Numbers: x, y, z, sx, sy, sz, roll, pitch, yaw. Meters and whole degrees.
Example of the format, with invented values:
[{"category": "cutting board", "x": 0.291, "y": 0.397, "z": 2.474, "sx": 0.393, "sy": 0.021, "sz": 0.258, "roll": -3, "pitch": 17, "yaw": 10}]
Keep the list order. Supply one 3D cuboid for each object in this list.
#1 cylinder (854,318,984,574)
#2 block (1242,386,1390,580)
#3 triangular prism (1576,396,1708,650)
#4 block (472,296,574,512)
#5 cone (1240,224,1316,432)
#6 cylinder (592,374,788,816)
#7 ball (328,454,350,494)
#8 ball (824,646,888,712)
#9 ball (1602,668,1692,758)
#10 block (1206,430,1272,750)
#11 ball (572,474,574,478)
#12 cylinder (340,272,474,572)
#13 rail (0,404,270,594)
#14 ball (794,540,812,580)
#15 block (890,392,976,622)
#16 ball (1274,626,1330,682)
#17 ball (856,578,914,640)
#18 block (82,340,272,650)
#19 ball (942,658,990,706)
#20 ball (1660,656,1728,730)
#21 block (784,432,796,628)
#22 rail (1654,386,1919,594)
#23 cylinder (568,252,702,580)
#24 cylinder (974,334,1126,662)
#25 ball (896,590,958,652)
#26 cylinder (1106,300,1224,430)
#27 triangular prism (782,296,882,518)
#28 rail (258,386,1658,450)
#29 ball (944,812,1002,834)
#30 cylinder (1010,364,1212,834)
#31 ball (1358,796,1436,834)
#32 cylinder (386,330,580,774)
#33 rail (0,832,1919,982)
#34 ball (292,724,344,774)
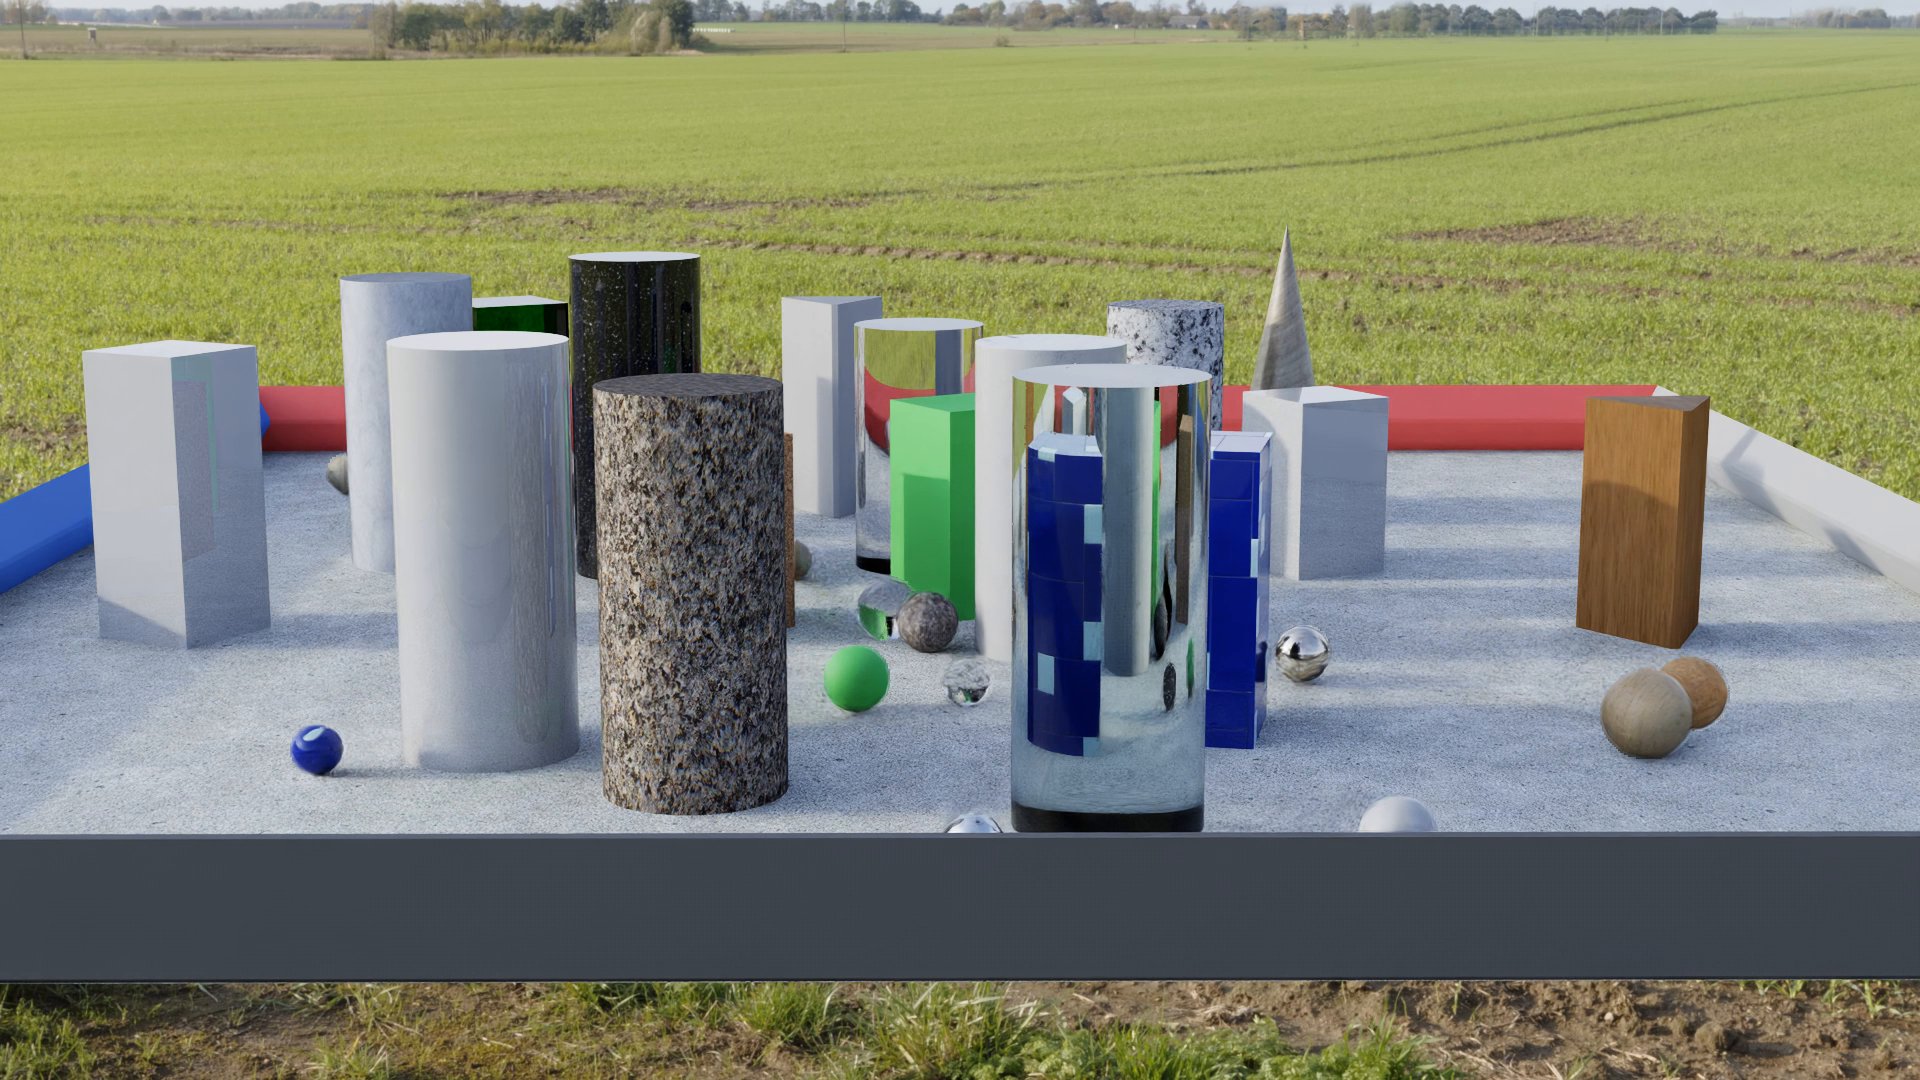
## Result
[{"category": "cylinder", "x": -0.059, "y": -0.139, "z": 3.735, "sx": 0.187, "sy": 0.353, "sz": 0.187, "roll": 0, "pitch": 11, "yaw": 0}, {"category": "block", "x": 0.512, "y": -0.085, "z": 3.718, "sx": 0.150, "sy": 0.254, "sz": 0.150, "roll": -6, "pitch": 12, "yaw": -27}, {"category": "triangular prism", "x": 0.908, "y": -0.031, "z": 3.297, "sx": 0.140, "sy": 0.301, "sz": 0.162, "roll": -7, "pitch": 13, "yaw": -35}, {"category": "block", "x": -0.709, "y": -0.195, "z": 4.024, "sx": 0.150, "sy": 0.358, "sz": 0.150, "roll": -7, "pitch": 12, "yaw": -31}, {"category": "cone", "x": 0.532, "y": -0.286, "z": 4.214, "sx": 0.187, "sy": 0.466, "sz": 0.187, "roll": 0, "pitch": 11, "yaw": 0}, {"category": "cylinder", "x": -0.268, "y": 0.050, "z": 2.563, "sx": 0.187, "sy": 0.413, "sz": 0.187, "roll": 0, "pitch": 11, "yaw": 0}, {"category": "ball", "x": -1.041, "y": -0.112, "z": 4.372, "sx": 0.068, "sy": 0.068, "sz": 0.068, "roll": 0, "pitch": 11, "yaw": 0}, {"category": "ball", "x": -0.118, "y": 0.158, "z": 2.907, "sx": 0.074, "sy": 0.074, "sz": 0.074, "roll": 0, "pitch": 11, "yaw": 0}, {"category": "ball", "x": 0.727, "y": 0.183, "z": 2.716, "sx": 0.094, "sy": 0.094, "sz": 0.094, "roll": 0, "pitch": 11, "yaw": 0}, {"category": "block", "x": 0.257, "y": 0.050, "z": 2.807, "sx": 0.150, "sy": 0.322, "sz": 0.150, "roll": 2, "pitch": 11, "yaw": 12}, {"category": "ball", "x": -0.641, "y": -0.079, "z": 4.215, "sx": 0.060, "sy": 0.060, "sz": 0.060, "roll": 0, "pitch": 11, "yaw": 0}, {"category": "cylinder", "x": -0.802, "y": -0.175, "z": 3.751, "sx": 0.187, "sy": 0.418, "sz": 0.187, "roll": 0, "pitch": 11, "yaw": 0}, {"category": "rail", "x": -1.305, "y": 0.033, "z": 3.442, "sx": 0.045, "sy": 0.121, "sz": 2.857, "roll": 0, "pitch": 11, "yaw": 0}, {"category": "ball", "x": -0.238, "y": 0.028, "z": 3.651, "sx": 0.056, "sy": 0.056, "sz": 0.056, "roll": 0, "pitch": 11, "yaw": 0}, {"category": "block", "x": 0.009, "y": -0.047, "z": 3.448, "sx": 0.150, "sy": 0.279, "sz": 0.150, "roll": -7, "pitch": 13, "yaw": -32}, {"category": "ball", "x": 0.407, "y": 0.135, "z": 3.050, "sx": 0.066, "sy": 0.066, "sz": 0.066, "roll": 0, "pitch": 11, "yaw": 0}, {"category": "ball", "x": -0.092, "y": 0.088, "z": 3.265, "sx": 0.079, "sy": 0.079, "sz": 0.079, "roll": 0, "pitch": 11, "yaw": 0}, {"category": "block", "x": -0.999, "y": -0.061, "z": 3.280, "sx": 0.150, "sy": 0.368, "sz": 0.150, "roll": 6, "pitch": 12, "yaw": 28}, {"category": "ball", "x": 0.007, "y": 0.163, "z": 2.932, "sx": 0.055, "sy": 0.055, "sz": 0.055, "roll": 0, "pitch": 11, "yaw": 0}, {"category": "ball", "x": 0.804, "y": 0.169, "z": 2.829, "sx": 0.081, "sy": 0.081, "sz": 0.081, "roll": 0, "pitch": 11, "yaw": 0}, {"category": "block", "x": -0.321, "y": -0.013, "z": 3.330, "sx": 0.150, "sy": 0.254, "sz": 0.150, "roll": -9, "pitch": 14, "yaw": -41}, {"category": "rail", "x": 1.305, "y": 0.030, "z": 3.457, "sx": 0.045, "sy": 0.121, "sz": 2.857, "roll": 0, "pitch": 11, "yaw": 0}, {"category": "cylinder", "x": -0.462, "y": -0.180, "z": 3.683, "sx": 0.187, "sy": 0.453, "sz": 0.187, "roll": 0, "pitch": 11, "yaw": 0}, {"category": "cylinder", "x": 0.112, "y": -0.054, "z": 3.190, "sx": 0.187, "sy": 0.386, "sz": 0.187, "roll": 0, "pitch": 11, "yaw": 0}, {"category": "ball", "x": -0.041, "y": 0.101, "z": 3.203, "sx": 0.076, "sy": 0.076, "sz": 0.076, "roll": 0, "pitch": 11, "yaw": 0}, {"category": "cylinder", "x": 0.328, "y": -0.206, "z": 4.122, "sx": 0.187, "sy": 0.344, "sz": 0.187, "roll": 0, "pitch": 11, "yaw": 0}, {"category": "triangular prism", "x": -0.187, "y": -0.224, "z": 4.211, "sx": 0.140, "sy": 0.345, "sz": 0.162, "roll": -7, "pitch": 13, "yaw": -34}, {"category": "rail", "x": -0.008, "y": -0.227, "z": 4.831, "sx": 2.658, "sy": 0.121, "sz": 0.045, "roll": 0, "pitch": 11, "yaw": 0}, {"category": "ball", "x": 0.012, "y": 0.275, "z": 2.325, "sx": 0.057, "sy": 0.057, "sz": 0.057, "roll": 0, "pitch": 11, "yaw": 0}, {"category": "cylinder", "x": 0.143, "y": 0.060, "z": 2.447, "sx": 0.187, "sy": 0.436, "sz": 0.187, "roll": 0, "pitch": 11, "yaw": 0}, {"category": "ball", "x": 0.398, "y": 0.267, "z": 2.334, "sx": 0.069, "sy": 0.069, "sz": 0.069, "roll": 0, "pitch": 11, "yaw": 0}, {"category": "cylinder", "x": -0.501, "y": 0.008, "z": 2.709, "sx": 0.187, "sy": 0.440, "sz": 0.187, "roll": 0, "pitch": 11, "yaw": 0}, {"category": "rail", "x": 0.008, "y": 0.289, "z": 2.068, "sx": 2.658, "sy": 0.121, "sz": 0.045, "roll": 0, "pitch": 11, "yaw": 0}, {"category": "ball", "x": -0.664, "y": 0.217, "z": 2.653, "sx": 0.051, "sy": 0.051, "sz": 0.051, "roll": 0, "pitch": 11, "yaw": 0}]
